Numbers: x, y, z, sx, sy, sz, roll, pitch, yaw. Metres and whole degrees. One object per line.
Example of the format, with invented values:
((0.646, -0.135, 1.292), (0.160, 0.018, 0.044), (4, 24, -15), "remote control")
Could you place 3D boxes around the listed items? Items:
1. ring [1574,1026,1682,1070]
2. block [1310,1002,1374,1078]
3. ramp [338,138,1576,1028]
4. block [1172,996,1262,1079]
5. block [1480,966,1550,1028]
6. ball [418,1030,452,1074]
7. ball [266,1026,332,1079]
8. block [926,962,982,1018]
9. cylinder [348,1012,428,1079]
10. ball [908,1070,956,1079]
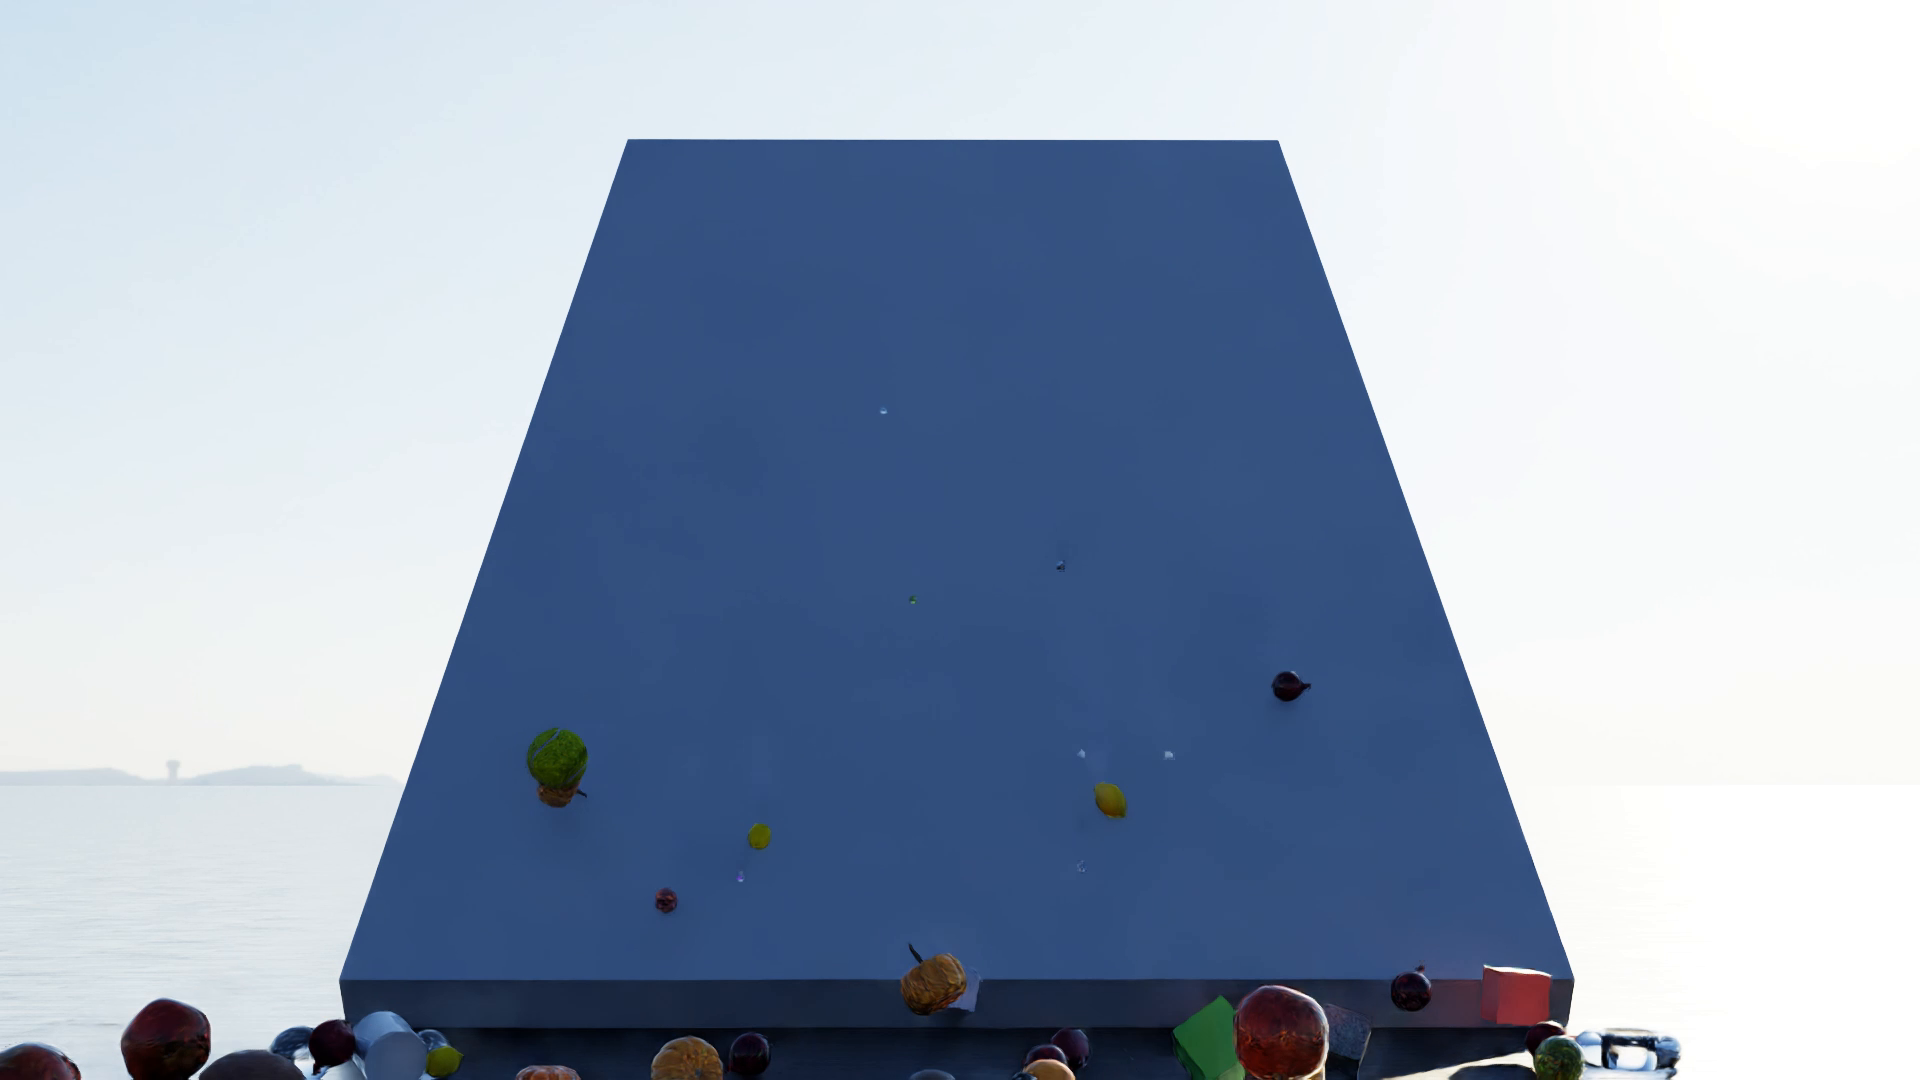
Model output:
((0.948, 0.721, 3.406), (0.149, 0.050, 0.149), (1, -5, 0), "ring")
((0.511, 0.671, 3.217), (0.064, 0.064, 0.064), (16, -32, 15), "block")
((-0.012, -0.217, 5.656), (2.000, 0.100, 4.000), (0, 29, 0), "ramp")
((0.311, 0.616, 2.914), (0.077, 0.077, 0.077), (-33, -29, -13), "block")
((0.816, 0.671, 3.530), (0.075, 0.075, 0.075), (6, -6, -5), "block")
((-0.732, 0.706, 3.311), (0.060, 0.060, 0.060), (0, -6, 0), "ball")
((-0.871, 0.681, 3.164), (0.082, 0.082, 0.082), (0, -6, 0), "ball")
((-0.009, 0.658, 3.514), (0.062, 0.062, 0.062), (12, -22, -6), "block")
((-0.748, 0.669, 3.141), (0.083, 0.083, 0.083), (3, 6, -28), "cylinder")
((-0.032, 0.634, 2.691), (0.080, 0.080, 0.080), (0, -6, 0), "ball")
